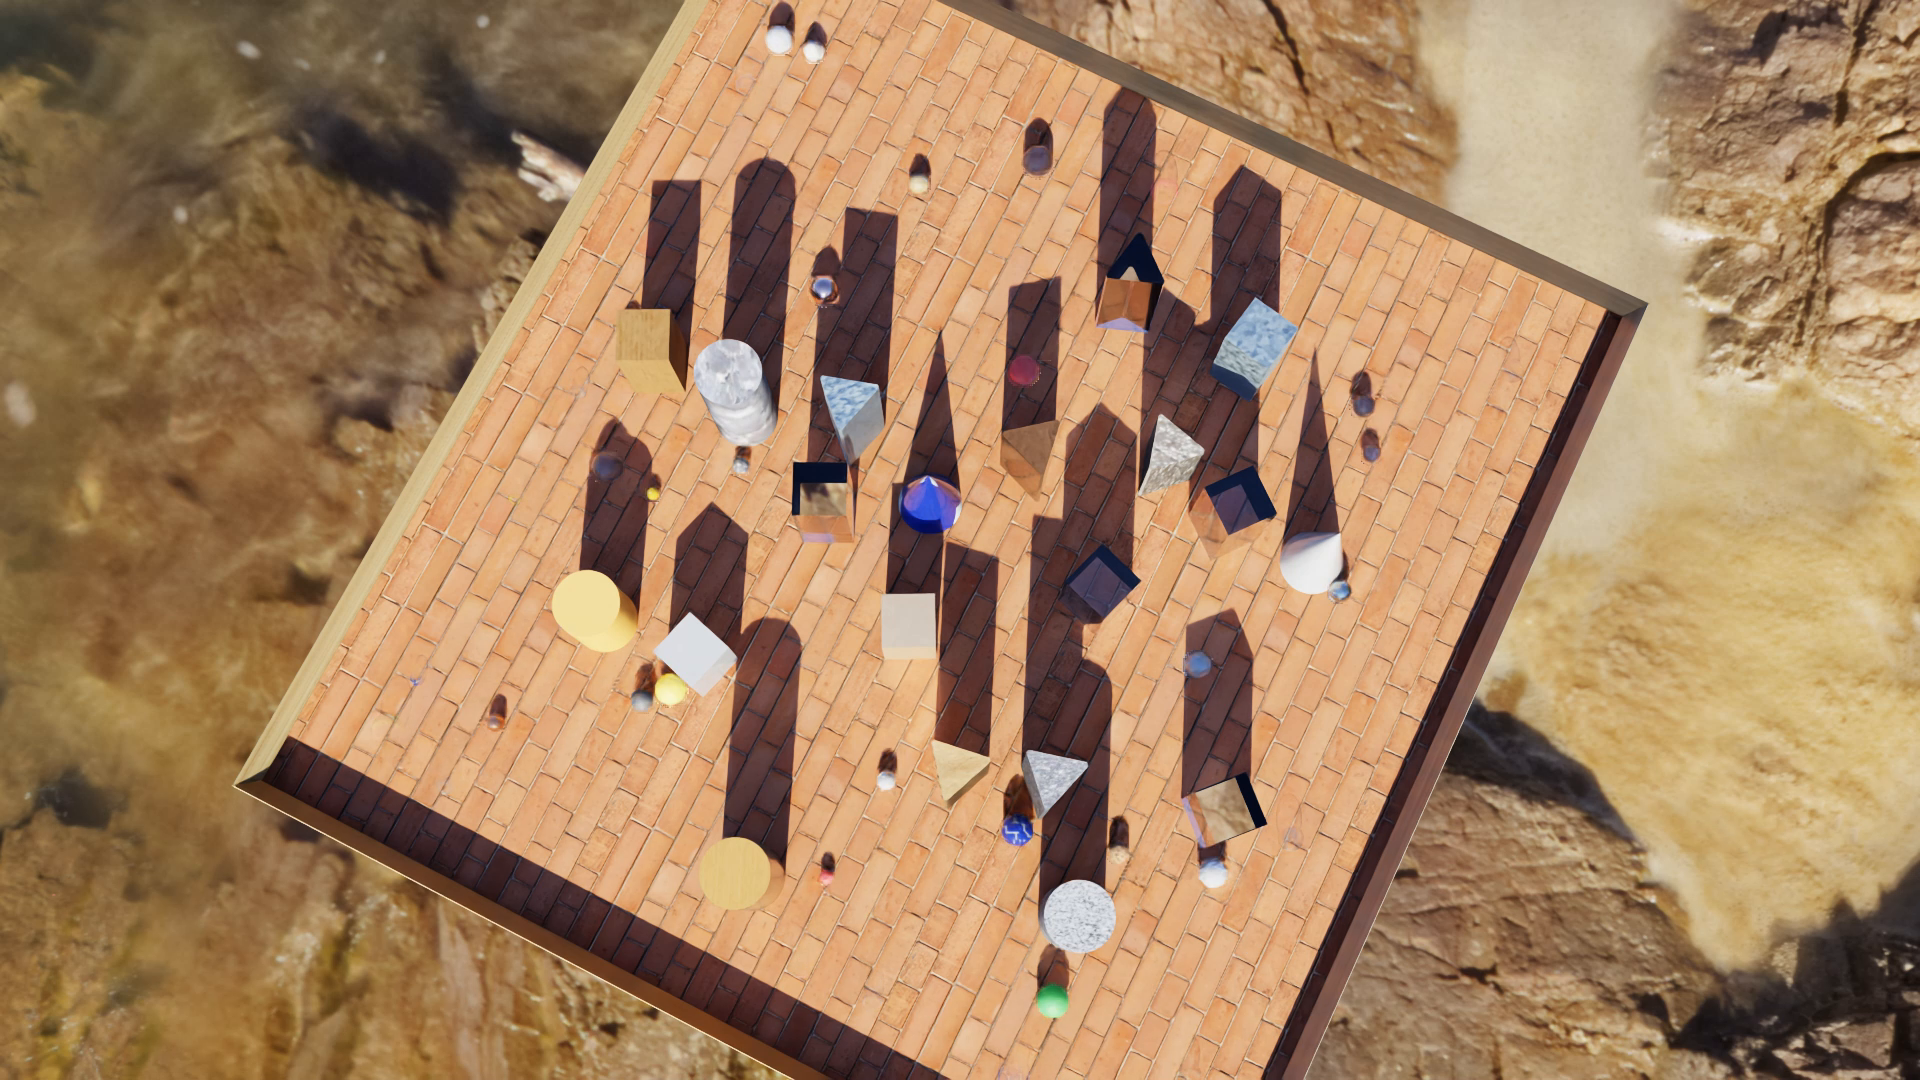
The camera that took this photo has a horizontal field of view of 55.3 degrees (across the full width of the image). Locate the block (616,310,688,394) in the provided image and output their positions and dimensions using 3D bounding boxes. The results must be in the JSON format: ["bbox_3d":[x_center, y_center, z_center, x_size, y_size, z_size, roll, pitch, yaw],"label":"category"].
[{"bbox_3d":[-0.933,-0.570,5.559,0.156,0.343,0.156,0,78,0],"label":"block"}]

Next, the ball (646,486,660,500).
[{"bbox_3d":[-0.942,-0.143,5.626,0.040,0.040,0.040,0,78,0],"label":"ball"}]

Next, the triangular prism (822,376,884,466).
[{"bbox_3d":[-0.344,-0.381,5.476,0.147,0.430,0.169,40,81,8],"label":"triangular prism"}]

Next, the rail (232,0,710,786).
[{"bbox_3d":[-1.381,-0.669,5.689,0.045,0.127,3.217,26,80,5],"label":"rail"}]

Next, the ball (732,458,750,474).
[{"bbox_3d":[-0.675,-0.229,5.638,0.051,0.051,0.051,0,78,0],"label":"ball"}]

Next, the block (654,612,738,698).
[{"bbox_3d":[-0.779,0.342,5.423,0.156,0.241,0.156,41,81,8],"label":"block"}]

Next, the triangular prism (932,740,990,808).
[{"bbox_3d":[-0.028,0.651,5.276,0.169,0.403,0.147,-41,81,-8],"label":"triangular prism"}]

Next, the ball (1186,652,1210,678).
[{"bbox_3d":[0.714,0.374,5.500,0.077,0.077,0.077,0,78,0],"label":"ball"}]

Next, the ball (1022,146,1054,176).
[{"bbox_3d":[0.247,-1.203,5.816,0.098,0.098,0.098,0,78,0],"label":"ball"}]

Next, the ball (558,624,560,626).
[{"bbox_3d":[-1.194,0.248,5.543,0.044,0.044,0.044,0,78,0],"label":"ball"}]

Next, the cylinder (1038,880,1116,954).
[{"bbox_3d":[0.326,1.065,5.184,0.196,0.416,0.196,0,78,0],"label":"cylinder"}]

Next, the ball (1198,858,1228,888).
[{"bbox_3d":[0.742,0.975,5.370,0.088,0.088,0.088,0,78,0],"label":"ball"}]

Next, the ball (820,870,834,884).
[{"bbox_3d":[-0.392,0.991,5.389,0.044,0.044,0.044,0,78,0],"label":"ball"}]

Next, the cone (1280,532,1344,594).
[{"bbox_3d":[1.075,0.024,5.388,0.196,0.437,0.196,0,78,0],"label":"cone"}]

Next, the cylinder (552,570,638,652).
[{"bbox_3d":[-1.075,0.214,5.417,0.196,0.304,0.196,0,78,0],"label":"cylinder"}]

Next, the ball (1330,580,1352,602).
[{"bbox_3d":[1.150,0.154,5.531,0.069,0.069,0.069,0,78,0],"label":"ball"}]

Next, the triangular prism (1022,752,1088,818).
[{"bbox_3d":[0.238,0.673,5.233,0.147,0.477,0.169,42,81,8],"label":"triangular prism"}]

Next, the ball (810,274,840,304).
[{"bbox_3d":[-0.424,-0.783,5.731,0.093,0.093,0.093,0,78,0],"label":"ball"}]

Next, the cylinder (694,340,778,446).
[{"bbox_3d":[-0.663,-0.432,5.465,0.196,0.473,0.196,0,78,0],"label":"cylinder"}]

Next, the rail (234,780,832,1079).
[{"bbox_3d":[-0.709,1.395,5.262,3.135,0.127,0.045,26,80,5],"label":"rail"}]

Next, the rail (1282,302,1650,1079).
[{"bbox_3d":[1.381,0.683,5.409,0.045,0.127,3.217,26,80,5],"label":"rail"}]

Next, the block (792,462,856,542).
[{"bbox_3d":[-0.402,-0.108,5.442,0.156,0.385,0.156,1,78,0],"label":"block"}]

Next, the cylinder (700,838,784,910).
[{"bbox_3d":[-0.614,0.952,5.203,0.196,0.424,0.196,0,78,0],"label":"cylinder"}]

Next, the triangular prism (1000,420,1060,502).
[{"bbox_3d":[0.235,-0.263,5.490,0.147,0.354,0.169,-42,81,-8],"label":"triangular prism"}]

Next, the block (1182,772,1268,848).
[{"bbox_3d":[0.759,0.783,5.288,0.156,0.326,0.156,-20,79,-4],"label":"block"}]

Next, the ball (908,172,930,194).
[{"bbox_3d":[-0.130,-1.132,5.817,0.067,0.067,0.067,0,78,0],"label":"ball"}]

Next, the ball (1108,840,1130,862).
[{"bbox_3d":[0.469,0.918,5.394,0.063,0.063,0.063,0,78,0],"label":"ball"}]

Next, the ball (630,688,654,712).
[{"bbox_3d":[-0.951,0.480,5.482,0.068,0.068,0.068,0,78,0],"label":"ball"}]

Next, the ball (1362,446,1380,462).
[{"bbox_3d":[1.268,-0.265,5.643,0.055,0.055,0.055,0,78,0],"label":"ball"}]

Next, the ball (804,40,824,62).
[{"bbox_3d":[-0.471,-1.578,5.908,0.068,0.068,0.068,0,78,0],"label":"ball"}]

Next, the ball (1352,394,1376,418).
[{"bbox_3d":[1.249,-0.415,5.665,0.073,0.073,0.073,0,78,0],"label":"ball"}]

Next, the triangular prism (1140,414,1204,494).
[{"bbox_3d":[0.609,-0.266,5.502,0.169,0.331,0.147,-18,79,-4],"label":"triangular prism"}]

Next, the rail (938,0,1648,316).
[{"bbox_3d":[0.709,-1.381,5.837,3.135,0.127,0.045,26,80,5],"label":"rail"}]

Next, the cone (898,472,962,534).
[{"bbox_3d":[-0.091,-0.150,5.464,0.196,0.360,0.196,0,78,0],"label":"cone"}]

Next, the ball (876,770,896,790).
[{"bbox_3d":[-0.218,0.713,5.440,0.058,0.058,0.058,0,78,0],"label":"ball"}]

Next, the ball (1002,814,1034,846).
[{"bbox_3d":[0.169,0.854,5.391,0.095,0.095,0.095,0,78,0],"label":"ball"}]

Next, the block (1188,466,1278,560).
[{"bbox_3d":[0.805,-0.076,5.439,0.156,0.379,0.156,-24,79,-5],"label":"block"}]

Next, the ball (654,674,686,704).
[{"bbox_3d":[-0.864,0.445,5.470,0.093,0.093,0.093,0,78,0],"label":"ball"}]

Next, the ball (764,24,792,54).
[{"bbox_3d":[-0.584,-1.615,5.905,0.089,0.089,0.089,0,78,0],"label":"ball"}]

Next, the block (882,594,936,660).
[{"bbox_3d":[-0.150,0.258,5.438,0.156,0.245,0.156,-1,78,0],"label":"block"}]

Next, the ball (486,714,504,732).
[{"bbox_3d":[-1.389,0.546,5.476,0.054,0.054,0.054,0,78,0],"label":"ball"}]

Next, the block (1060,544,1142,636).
[{"bbox_3d":[0.411,0.151,5.421,0.156,0.322,0.156,44,82,8],"label":"block"}]

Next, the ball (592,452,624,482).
[{"bbox_3d":[-1.079,-0.225,5.614,0.096,0.096,0.096,0,78,0],"label":"ball"}]

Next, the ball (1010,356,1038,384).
[{"bbox_3d":[0.198,-0.526,5.679,0.091,0.091,0.091,0,78,0],"label":"ball"}]

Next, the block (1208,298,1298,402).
[{"bbox_3d":[0.886,-0.571,5.552,0.156,0.357,0.156,36,81,7],"label":"block"}]

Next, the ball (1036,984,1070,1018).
[{"bbox_3d":[0.269,1.332,5.292,0.096,0.096,0.096,0,78,0],"label":"ball"}]

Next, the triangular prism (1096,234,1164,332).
[{"bbox_3d":[0.517,-0.780,5.547,0.169,0.452,0.147,6,78,1],"label":"triangular prism"}]
